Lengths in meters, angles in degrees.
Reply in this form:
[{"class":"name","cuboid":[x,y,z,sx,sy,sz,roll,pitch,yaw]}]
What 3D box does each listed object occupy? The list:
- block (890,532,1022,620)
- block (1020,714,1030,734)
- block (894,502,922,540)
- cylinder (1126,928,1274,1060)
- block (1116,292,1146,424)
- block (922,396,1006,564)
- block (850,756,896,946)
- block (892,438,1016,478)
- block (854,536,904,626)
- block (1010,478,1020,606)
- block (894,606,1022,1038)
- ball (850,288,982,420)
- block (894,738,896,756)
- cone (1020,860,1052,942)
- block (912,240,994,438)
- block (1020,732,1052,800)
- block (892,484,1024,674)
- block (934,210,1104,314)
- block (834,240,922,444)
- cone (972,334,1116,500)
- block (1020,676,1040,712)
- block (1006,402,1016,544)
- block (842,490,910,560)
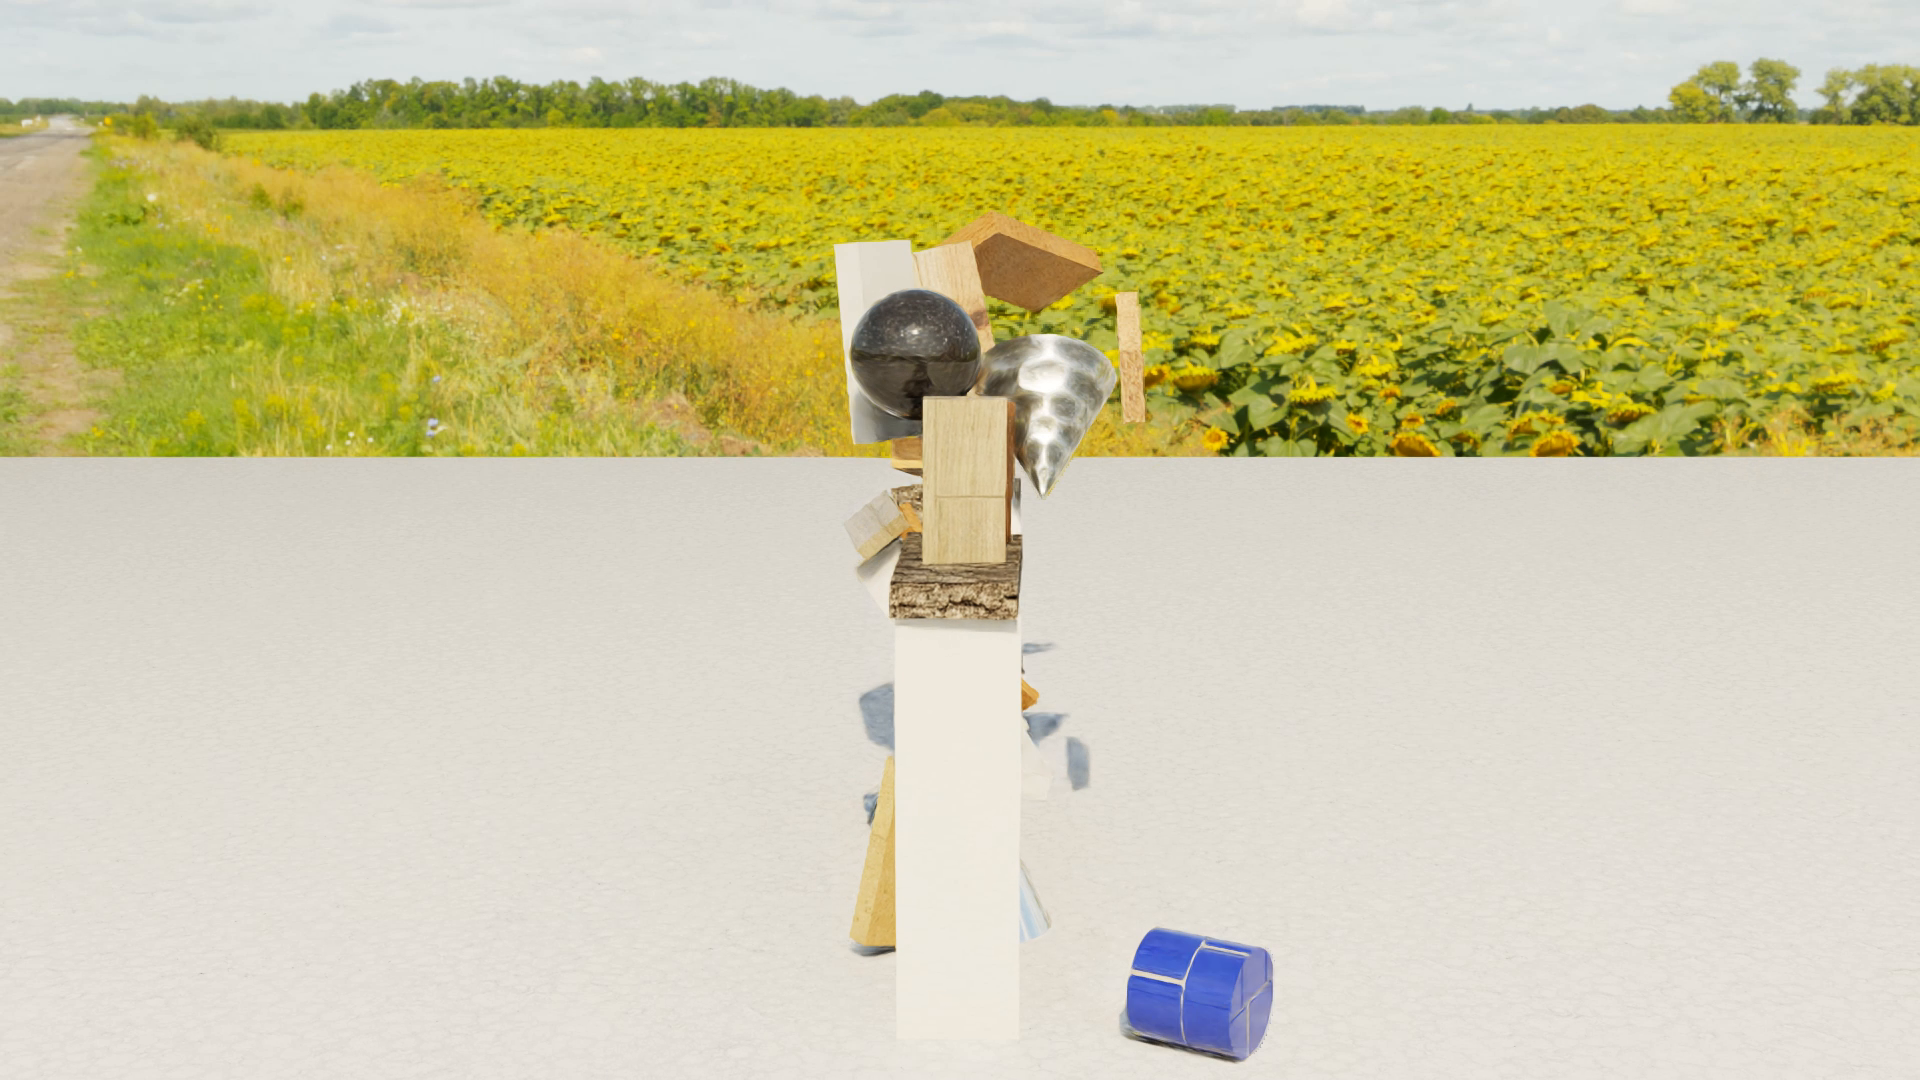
[{"class":"block","cuboid":[0.000,0.048,3.111,0.171,0.049,0.343,1,11,3]},{"class":"block","cuboid":[0.034,0.247,3.344,0.073,0.146,0.021,-34,13,7]},{"class":"block","cuboid":[-0.075,0.033,3.423,0.085,0.169,0.024,-27,3,36]},{"class":"cylinder","cuboid":[0.334,0.627,3.049,0.154,0.154,0.154,6,12,30]},{"class":"block","cuboid":[0.255,-0.275,3.297,0.033,0.115,0.230,-3,27,4]},{"class":"block","cuboid":[0.006,-0.083,3.055,0.115,0.230,0.033,0,12,0]},{"class":"block","cuboid":[-0.073,0.481,3.396,0.144,0.289,0.041,7,8,-40]},{"class":"block","cuboid":[-0.006,-0.138,3.763,0.167,0.047,0.335,0,-1,8]},{"class":"block","cuboid":[-0.076,0.088,3.309,0.085,0.169,0.024,-35,6,8]},{"class":"block","cuboid":[0.019,0.097,3.832,0.167,0.411,0.047,1,-12,1]},{"class":"block","cuboid":[-0.003,0.395,3.051,0.171,0.608,0.049,0,10,0]},{"class":"ball","cuboid":[-0.072,-0.299,3.534,0.212,0.212,0.212,0,11,0]},{"class":"block","cuboid":[-0.040,0.446,3.632,0.144,0.289,0.041,0,17,-14]},{"class":"cone","cuboid":[0.031,0.498,3.522,0.235,0.235,0.235,0,11,0]},{"class":"block","cuboid":[-0.028,-0.344,3.865,0.166,0.332,0.047,-16,10,-19]},{"class":"block","cuboid":[0.039,0.317,3.480,0.144,0.041,0.289,16,14,-17]},{"class":"block","cuboid":[-0.004,0.066,3.594,0.167,0.335,0.047,-10,-18,2]},{"class":"block","cuboid":[0.103,-0.518,4.119,0.166,0.047,0.332,-29,-24,32]},{"class":"block","cuboid":[-0.132,-0.337,3.722,0.047,0.332,0.166,-1,7,31]},{"class":"cone","cuboid":[0.141,-0.172,3.717,0.250,0.250,0.250,1,-33,1]},{"class":"block","cuboid":[0.048,0.217,3.448,0.073,0.146,0.021,-35,18,35]},{"class":"block","cuboid":[0.017,-0.095,3.139,0.115,0.230,0.033,0,39,-1]},{"class":"block","cuboid":[-0.127,-0.023,3.321,0.085,0.024,0.169,-39,17,1]}]
